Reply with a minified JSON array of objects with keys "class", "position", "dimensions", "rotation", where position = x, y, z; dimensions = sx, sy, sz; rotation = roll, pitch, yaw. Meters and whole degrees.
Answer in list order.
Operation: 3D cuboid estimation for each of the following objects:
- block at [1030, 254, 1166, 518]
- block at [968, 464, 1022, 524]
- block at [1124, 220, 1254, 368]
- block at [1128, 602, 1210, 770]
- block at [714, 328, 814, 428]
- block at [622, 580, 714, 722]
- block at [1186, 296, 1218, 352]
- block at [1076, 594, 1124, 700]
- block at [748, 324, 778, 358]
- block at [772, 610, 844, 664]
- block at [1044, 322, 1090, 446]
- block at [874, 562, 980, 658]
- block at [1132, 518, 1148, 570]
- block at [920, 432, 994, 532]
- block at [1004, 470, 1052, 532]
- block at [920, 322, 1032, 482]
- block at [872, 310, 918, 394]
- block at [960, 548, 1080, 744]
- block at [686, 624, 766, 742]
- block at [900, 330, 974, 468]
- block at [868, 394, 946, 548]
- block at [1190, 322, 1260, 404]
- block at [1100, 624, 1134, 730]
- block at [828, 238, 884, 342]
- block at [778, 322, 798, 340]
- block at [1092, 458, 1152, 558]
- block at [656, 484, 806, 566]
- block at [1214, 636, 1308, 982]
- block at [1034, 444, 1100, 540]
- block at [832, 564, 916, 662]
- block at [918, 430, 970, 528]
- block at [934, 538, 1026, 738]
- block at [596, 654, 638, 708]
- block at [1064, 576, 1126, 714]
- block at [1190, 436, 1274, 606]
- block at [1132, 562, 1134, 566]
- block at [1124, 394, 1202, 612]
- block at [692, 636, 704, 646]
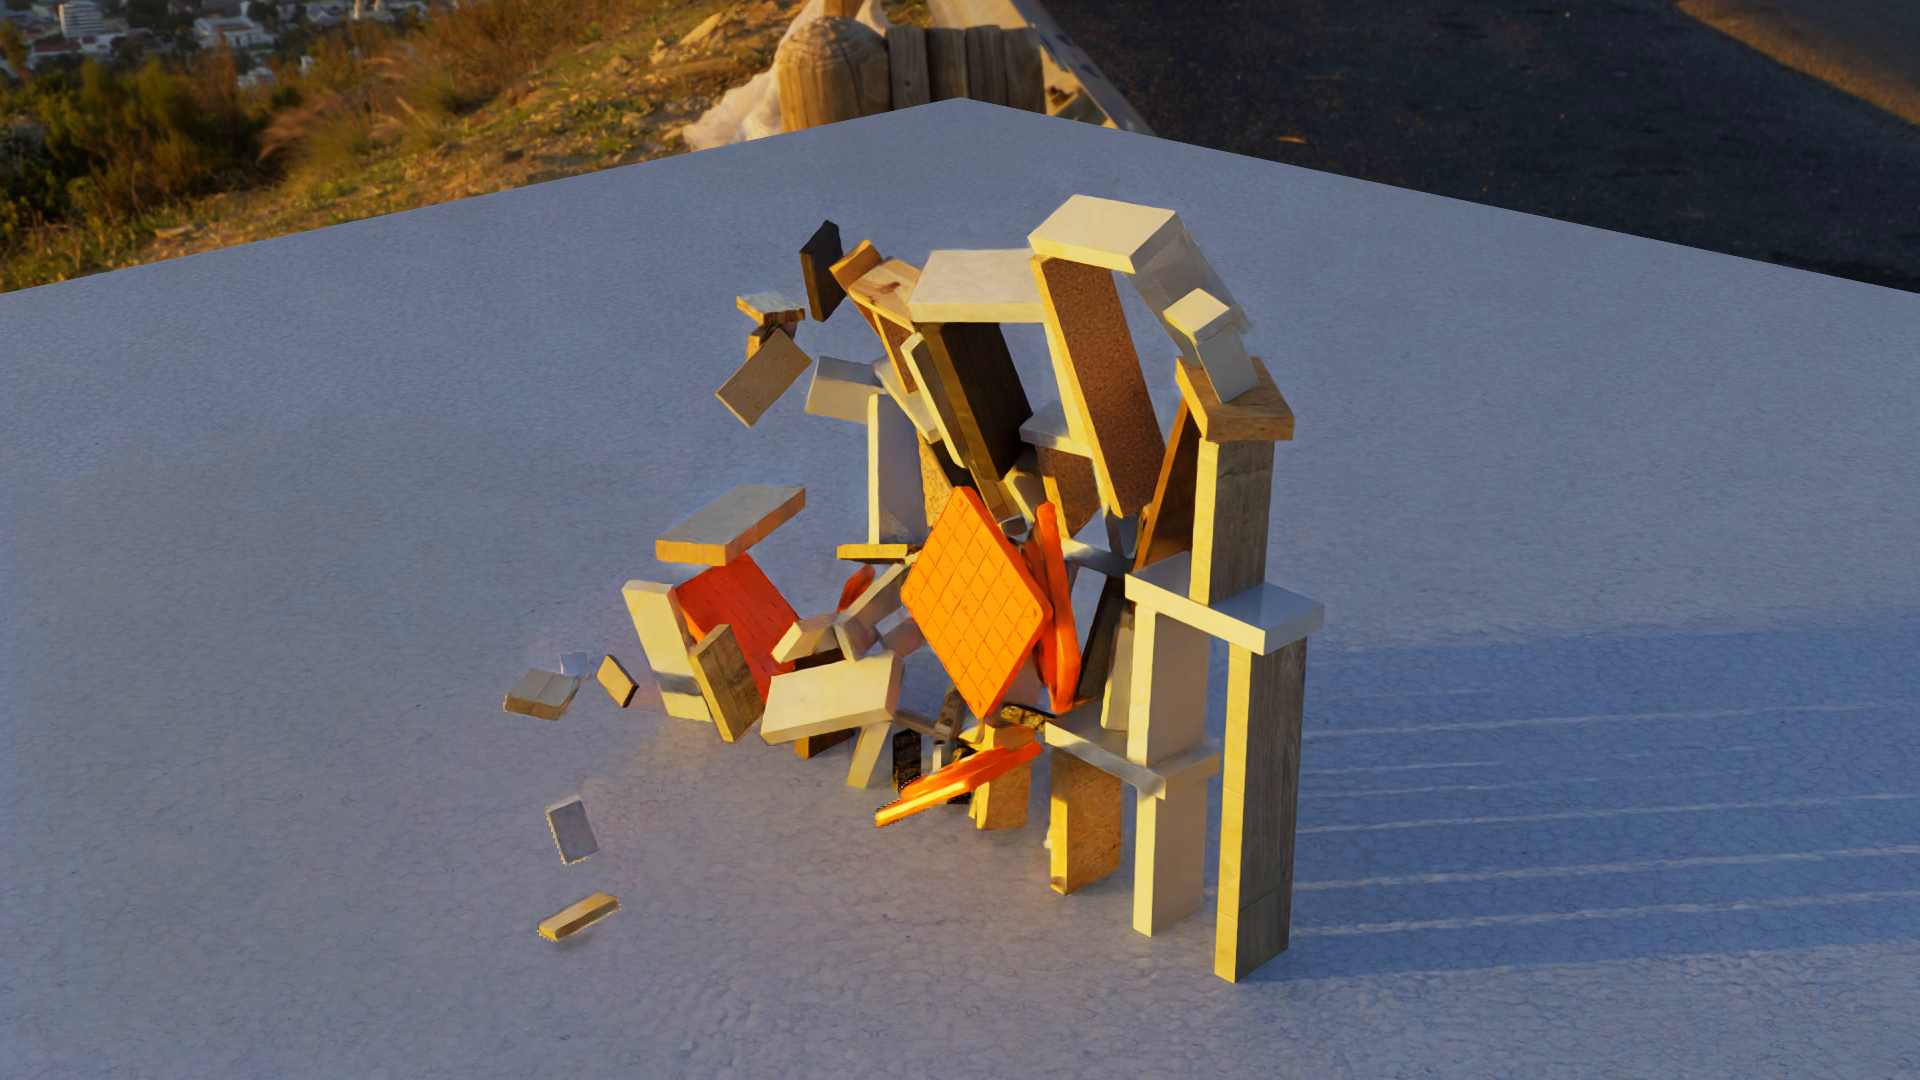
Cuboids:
[{"class":"block","position":[0.259,-0.290,3.898],"dimensions":[0.124,0.538,0.035],"rotation":[-32,33,-17]},{"class":"block","position":[0.072,-0.115,4.341],"dimensions":[0.075,0.150,0.021],"rotation":[-26,8,-11]},{"class":"block","position":[0.383,-0.419,3.732],"dimensions":[0.124,0.248,0.035],"rotation":[-33,34,12]},{"class":"block","position":[0.375,0.238,3.924],"dimensions":[0.157,0.314,0.044],"rotation":[-20,32,-40]},{"class":"block","position":[-0.390,-0.323,4.382],"dimensions":[0.187,0.094,0.027],"rotation":[-48,12,-17]},{"class":"block","position":[-0.621,0.240,4.725],"dimensions":[0.110,0.371,0.031],"rotation":[6,42,24]},{"class":"block","position":[0.427,-0.336,3.686],"dimensions":[0.073,0.146,0.021],"rotation":[-26,39,13]},{"class":"block","position":[0.296,0.208,4.153],"dimensions":[0.097,0.194,0.028],"rotation":[16,10,-5]},{"class":"block","position":[-0.405,-0.347,4.470],"dimensions":[0.025,0.177,0.089],"rotation":[14,29,15]},{"class":"block","position":[-0.276,0.187,4.370],"dimensions":[0.195,0.098,0.028],"rotation":[-13,59,-49]},{"class":"block","position":[0.240,-0.343,4.063],"dimensions":[0.043,0.304,0.152],"rotation":[17,45,41]},{"class":"block","position":[-0.059,0.147,4.407],"dimensions":[0.229,0.114,0.032],"rotation":[-34,57,-11]},{"class":"block","position":[0.356,0.034,4.023],"dimensions":[0.072,0.160,0.020],"rotation":[-4,27,-19]},{"class":"block","position":[0.025,-0.153,4.358],"dimensions":[0.123,0.247,0.035],"rotation":[-29,9,-9]},{"class":"block","position":[0.143,-0.093,4.329],"dimensions":[0.021,0.156,0.075],"rotation":[10,57,38]},{"class":"block","position":[0.040,-0.300,4.134],"dimensions":[0.043,0.381,0.152],"rotation":[11,51,34]},{"class":"block","position":[-0.092,-0.395,4.250],"dimensions":[0.108,0.215,0.030],"rotation":[-31,40,-11]},{"class":"block","position":[0.120,0.221,4.419],"dimensions":[0.042,0.396,0.149],"rotation":[20,3,42]},{"class":"block","position":[-0.483,0.296,4.555],"dimensions":[0.031,0.220,0.110],"rotation":[5,37,39]},{"class":"block","position":[-0.015,-0.282,4.166],"dimensions":[0.030,0.325,0.108],"rotation":[29,67,39]},{"class":"block","position":[-0.111,-0.142,4.652],"dimensions":[0.160,0.320,0.045],"rotation":[4,-9,-27]},{"class":"block","position":[0.435,-0.292,3.595],"dimensions":[0.073,0.146,0.021],"rotation":[-28,46,4]},{"class":"block","position":[0.321,0.251,4.030],"dimensions":[0.097,0.194,0.028],"rotation":[3,15,-16]},{"class":"block","position":[-0.155,-0.471,4.269],"dimensions":[0.094,0.232,0.027],"rotation":[-39,39,-1]},{"class":"block","position":[-0.391,-0.403,4.649],"dimensions":[0.025,0.177,0.089],"rotation":[37,50,15]},{"class":"block","position":[0.318,-0.088,4.198],"dimensions":[0.032,0.223,0.112],"rotation":[18,45,39]},{"class":"block","position":[-0.503,-0.038,4.882],"dimensions":[0.160,0.045,0.464],"rotation":[5,18,17]},{"class":"block","position":[0.525,0.458,3.844],"dimensions":[0.157,0.654,0.044],"rotation":[-21,31,-41]},{"class":"block","position":[0.212,-0.124,4.294],"dimensions":[0.032,0.223,0.112],"rotation":[15,44,36]},{"class":"block","position":[-0.169,0.145,4.396],"dimensions":[0.028,0.098,0.195],"rotation":[20,50,37]},{"class":"block","position":[-0.019,-0.167,4.448],"dimensions":[0.123,0.285,0.035],"rotation":[4,18,31]},{"class":"block","position":[0.040,0.196,4.420],"dimensions":[0.032,0.406,0.114],"rotation":[21,12,17]},{"class":"block","position":[-0.765,0.314,4.906],"dimensions":[0.017,0.059,0.119],"rotation":[11,25,-47]},{"class":"block","position":[0.284,0.222,4.297],"dimensions":[0.042,0.299,0.149],"rotation":[17,1,21]},{"class":"block","position":[0.459,-0.047,3.707],"dimensions":[0.146,0.292,0.041],"rotation":[-19,31,-39]},{"class":"block","position":[0.370,0.000,4.135],"dimensions":[0.072,0.143,0.020],"rotation":[-23,59,-21]},{"class":"block","position":[0.421,-0.063,3.929],"dimensions":[0.146,0.428,0.041],"rotation":[8,22,-15]},{"class":"block","position":[-0.577,0.273,4.963],"dimensions":[0.059,0.119,0.017],"rotation":[3,26,7]}]
